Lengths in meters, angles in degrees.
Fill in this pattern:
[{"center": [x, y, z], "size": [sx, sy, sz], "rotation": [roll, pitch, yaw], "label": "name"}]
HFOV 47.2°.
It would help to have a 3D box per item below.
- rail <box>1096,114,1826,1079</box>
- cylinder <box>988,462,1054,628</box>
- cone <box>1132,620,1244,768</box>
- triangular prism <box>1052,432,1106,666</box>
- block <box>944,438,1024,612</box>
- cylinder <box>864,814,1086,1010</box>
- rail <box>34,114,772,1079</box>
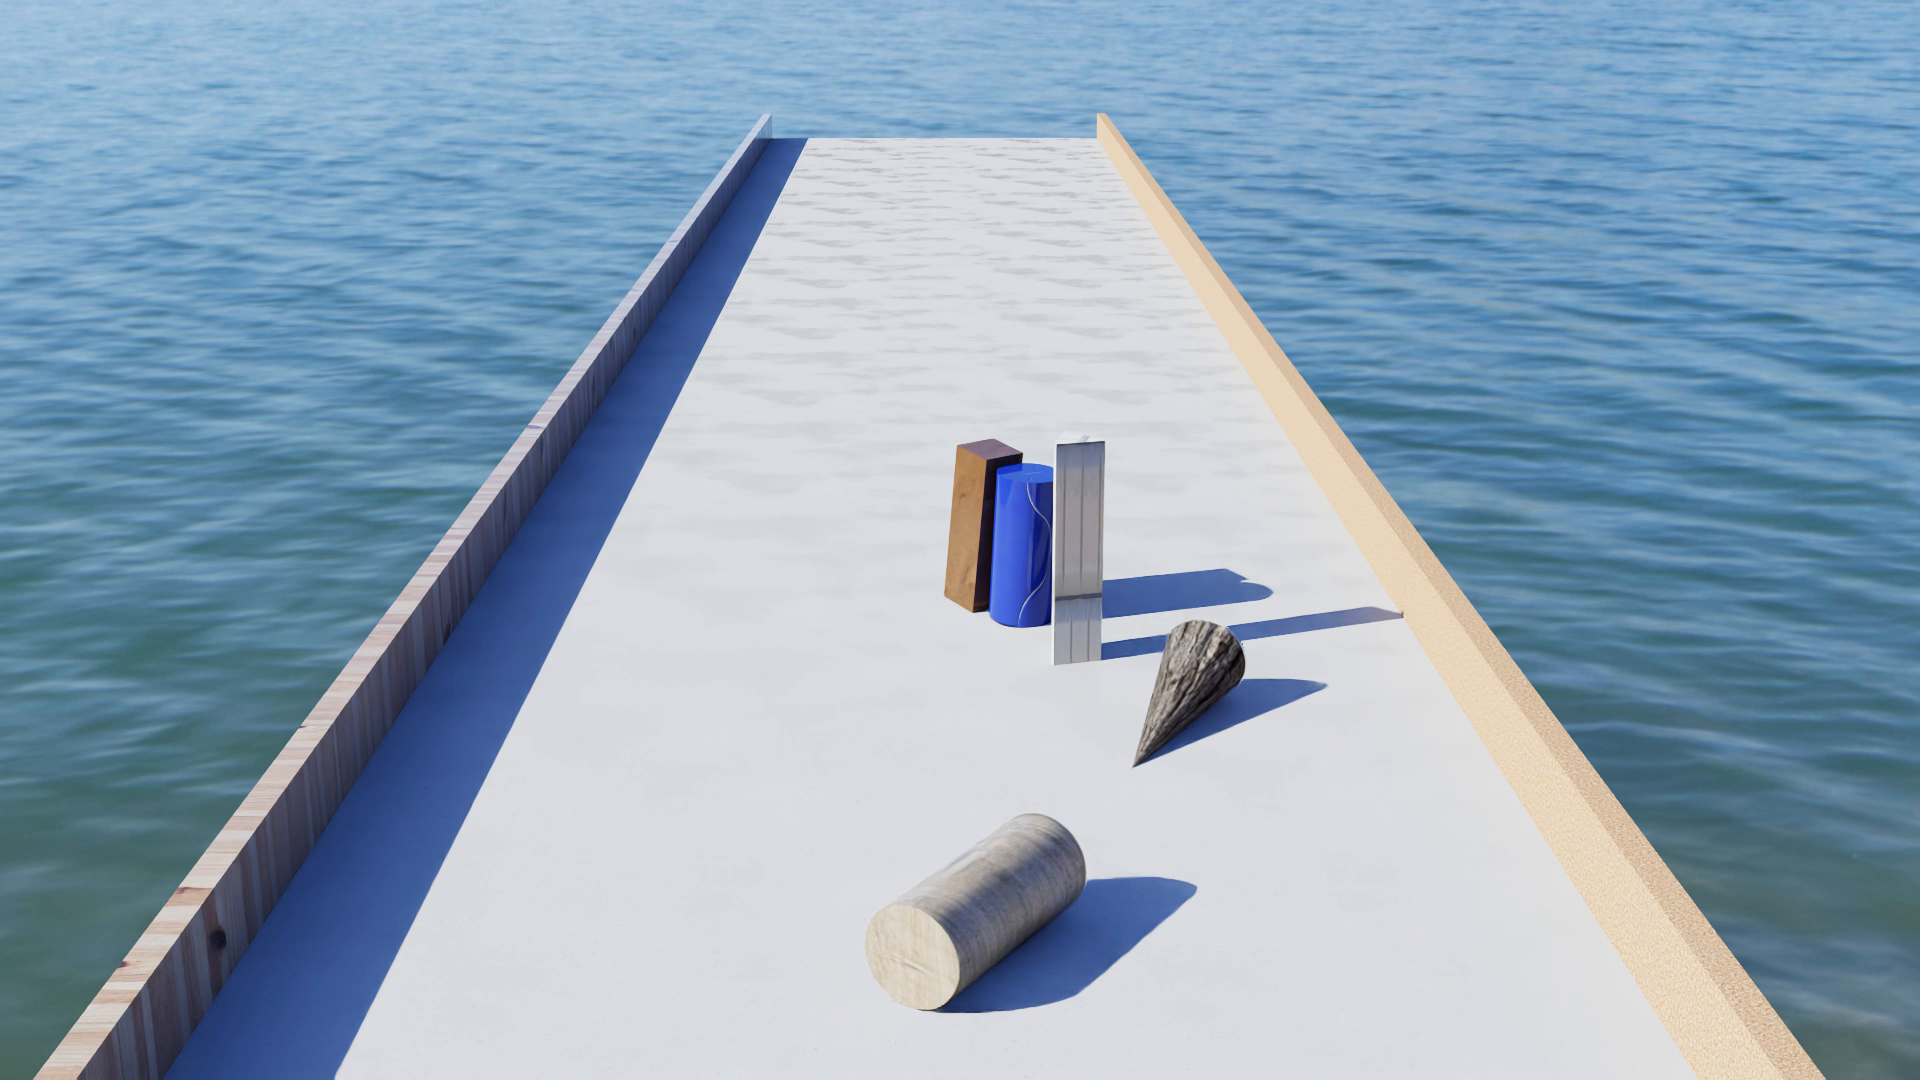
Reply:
[{"center": [0.932, -0.844, 7.801], "size": [0.050, 0.150, 12.000], "rotation": [0, 17, -1], "label": "rail"}, {"center": [0.137, 0.010, 4.618], "size": [0.137, 0.318, 0.137], "rotation": [3, 19, -1], "label": "cylinder"}, {"center": [0.385, 0.313, 4.036], "size": [0.160, 0.160, 0.408], "rotation": [7, 29, 23], "label": "cone"}, {"center": [0.221, 0.015, 4.378], "size": [0.104, 0.455, 0.090], "rotation": [-5, 17, -16], "label": "triangular prism"}, {"center": [0.049, -0.031, 4.702], "size": [0.100, 0.349, 0.100], "rotation": [-12, 28, -37], "label": "block"}, {"center": [0.028, 0.530, 3.174], "size": [0.155, 0.155, 0.364], "rotation": [10, 19, 30], "label": "cylinder"}, {"center": [-1.118, -0.838, 7.780], "size": [0.050, 0.150, 12.000], "rotation": [0, 17, -1], "label": "rail"}]
